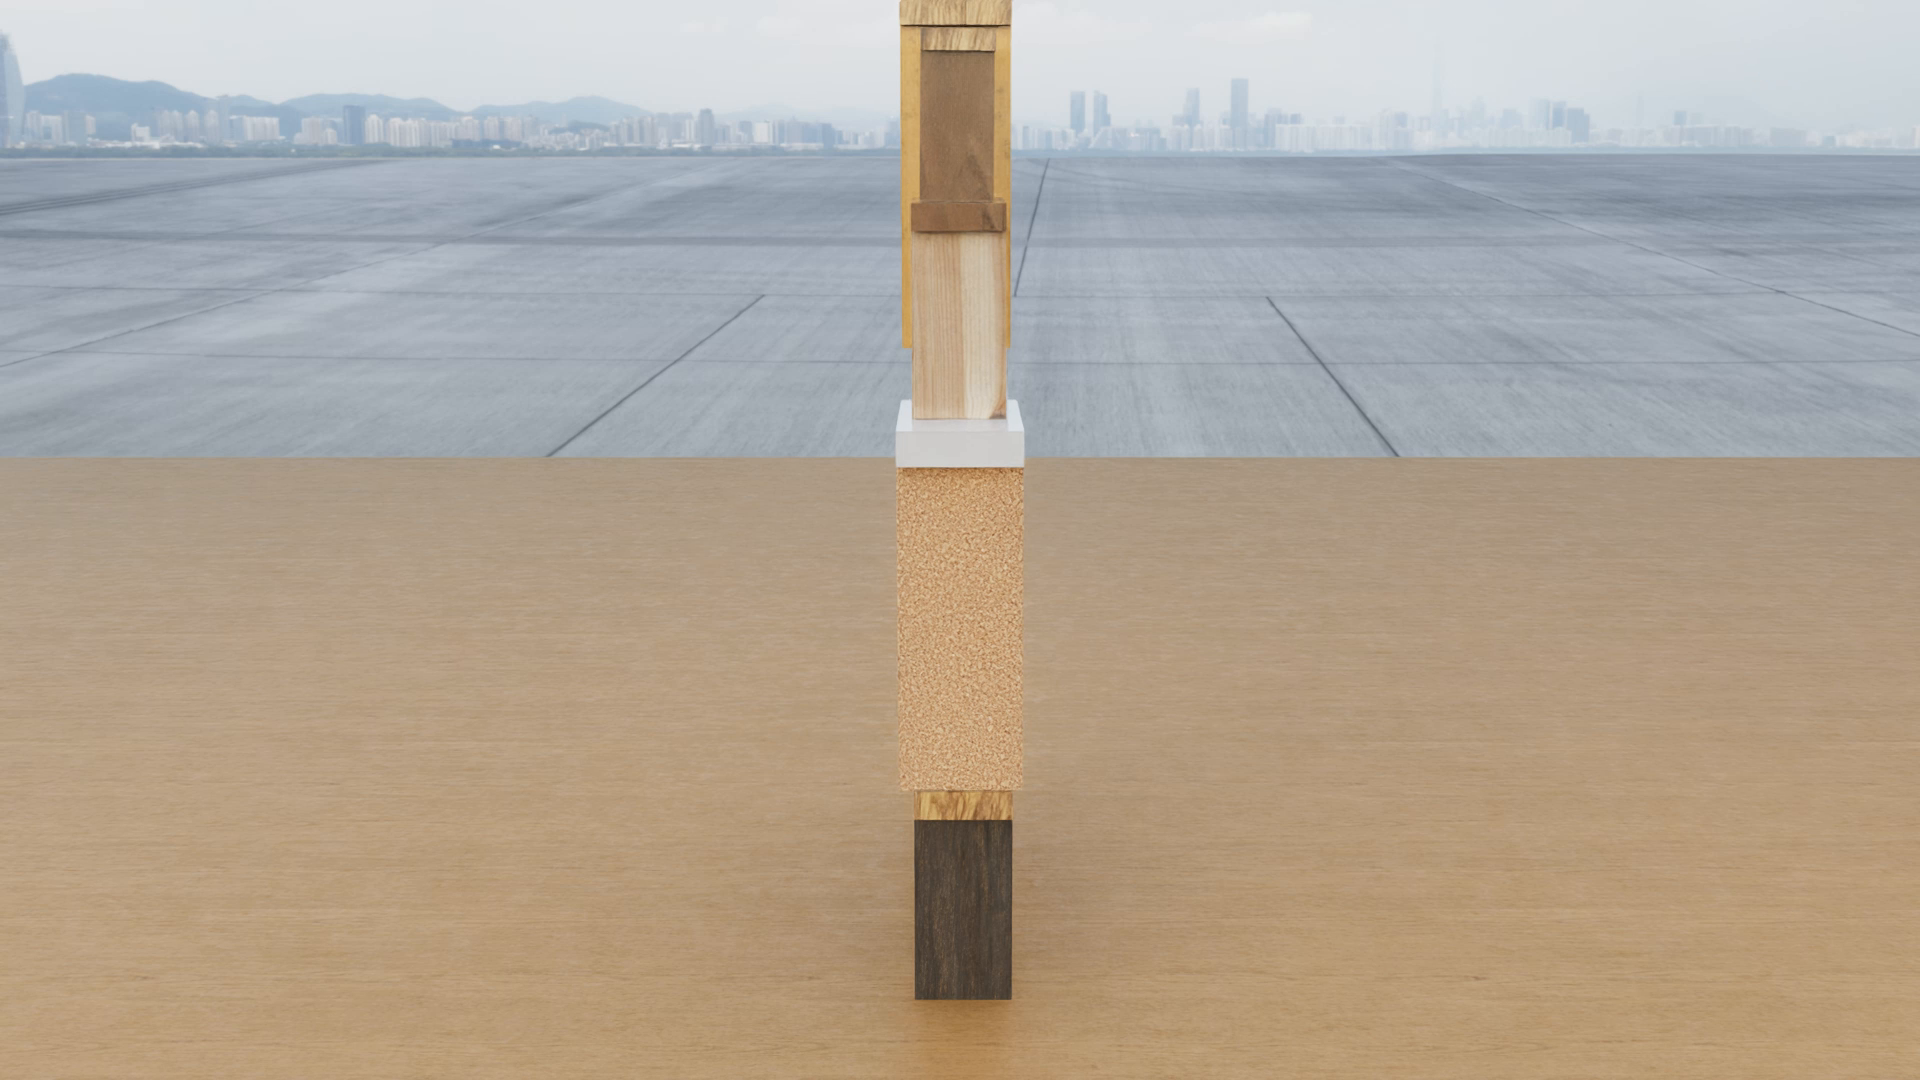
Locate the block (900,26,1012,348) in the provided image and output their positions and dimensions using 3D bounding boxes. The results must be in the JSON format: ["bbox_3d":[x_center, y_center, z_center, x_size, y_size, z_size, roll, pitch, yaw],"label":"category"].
[{"bbox_3d":[-0.006,-0.541,3.382,0.168,0.487,0.048,0,11,0],"label":"block"}]

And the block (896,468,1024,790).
[{"bbox_3d":[0.001,0.122,3.127,0.177,0.472,0.050,0,11,0],"label":"block"}]

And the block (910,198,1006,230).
[{"bbox_3d":[-0.003,-0.475,3.198,0.134,0.038,0.268,0,11,0],"label":"block"}]

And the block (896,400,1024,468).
[{"bbox_3d":[-0.001,-0.157,3.198,0.177,0.050,0.354,0,11,0],"label":"block"}]

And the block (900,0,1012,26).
[{"bbox_3d":[-0.006,-0.824,3.444,0.168,0.048,0.336,0,11,0],"label":"block"}]

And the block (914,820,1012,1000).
[{"bbox_3d":[0.005,0.530,3.214,0.142,0.283,0.040,0,11,0],"label":"block"}]

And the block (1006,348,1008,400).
[{"bbox_3d":[0.001,-0.282,3.600,0.157,0.314,0.044,0,11,0],"label":"block"}]

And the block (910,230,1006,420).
[{"bbox_3d":[-0.002,-0.308,3.138,0.134,0.268,0.038,0,11,0],"label":"block"}]

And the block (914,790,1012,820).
[{"bbox_3d":[0.005,0.354,3.278,0.142,0.040,0.283,0,11,0],"label":"block"}]

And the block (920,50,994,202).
[{"bbox_3d":[-0.004,-0.580,3.089,0.104,0.208,0.029,0,10,-1],"label":"block"}]

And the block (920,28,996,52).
[{"bbox_3d":[-0.003,-0.710,3.137,0.104,0.029,0.208,0,11,-1],"label":"block"}]
